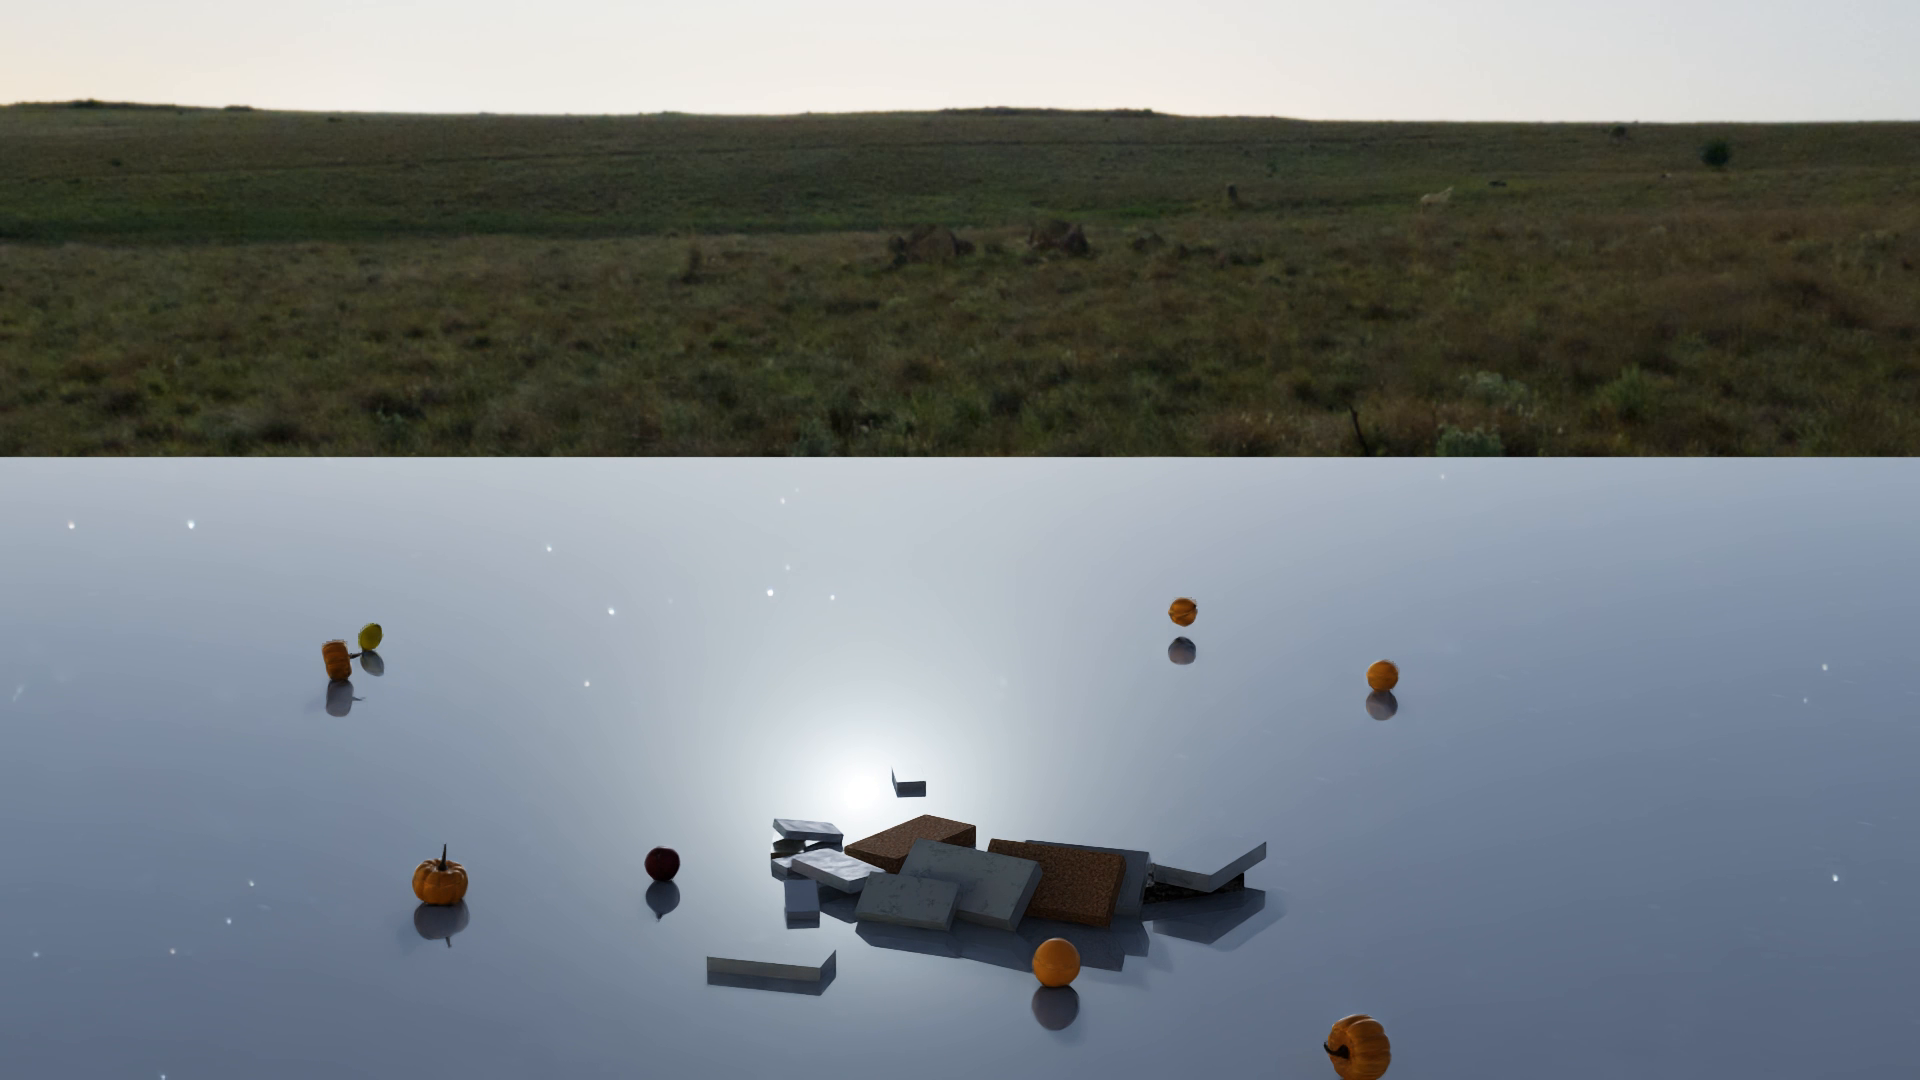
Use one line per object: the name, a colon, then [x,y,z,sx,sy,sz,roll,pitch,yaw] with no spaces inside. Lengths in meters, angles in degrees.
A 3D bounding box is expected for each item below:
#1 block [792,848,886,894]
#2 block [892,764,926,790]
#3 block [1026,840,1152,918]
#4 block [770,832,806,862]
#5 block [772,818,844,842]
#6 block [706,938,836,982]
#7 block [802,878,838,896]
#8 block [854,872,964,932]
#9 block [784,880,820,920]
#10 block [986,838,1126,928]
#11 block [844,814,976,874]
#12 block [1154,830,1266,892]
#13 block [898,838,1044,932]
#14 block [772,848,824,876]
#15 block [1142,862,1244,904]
block: [-0.204,0.557,3.704,0.079,0.022,0.157,-9,14,-40]
block: [-0.101,0.464,4.304,0.057,0.016,0.114,-1,11,-7]
block: [0.200,0.555,3.610,0.210,0.030,0.105,3,52,17]
block: [-0.303,0.541,3.887,0.057,0.016,0.114,0,11,-1]
block: [-0.271,0.519,3.925,0.114,0.016,0.057,9,11,-30]
block: [-0.286,0.639,3.345,0.180,0.022,0.079,3,11,14]
block: [-0.221,0.576,3.702,0.106,0.015,0.053,-10,14,-43]
block: [-0.082,0.581,3.540,0.158,0.022,0.079,4,48,21]
block: [-0.259,0.588,3.596,0.053,0.015,0.106,-1,19,-7]
block: [0.145,0.556,3.578,0.230,0.033,0.115,4,52,22]
block: [-0.086,0.536,3.870,0.115,0.033,0.230,8,13,36]
block: [0.422,0.539,3.697,0.105,0.030,0.210,7,12,32]
block: [0.008,0.559,3.575,0.230,0.033,0.115,6,50,31]
block: [-0.267,0.557,3.804,0.106,0.015,0.053,-7,13,-34]
block: [0.359,0.571,3.692,0.210,0.030,0.105,-4,11,-21]
